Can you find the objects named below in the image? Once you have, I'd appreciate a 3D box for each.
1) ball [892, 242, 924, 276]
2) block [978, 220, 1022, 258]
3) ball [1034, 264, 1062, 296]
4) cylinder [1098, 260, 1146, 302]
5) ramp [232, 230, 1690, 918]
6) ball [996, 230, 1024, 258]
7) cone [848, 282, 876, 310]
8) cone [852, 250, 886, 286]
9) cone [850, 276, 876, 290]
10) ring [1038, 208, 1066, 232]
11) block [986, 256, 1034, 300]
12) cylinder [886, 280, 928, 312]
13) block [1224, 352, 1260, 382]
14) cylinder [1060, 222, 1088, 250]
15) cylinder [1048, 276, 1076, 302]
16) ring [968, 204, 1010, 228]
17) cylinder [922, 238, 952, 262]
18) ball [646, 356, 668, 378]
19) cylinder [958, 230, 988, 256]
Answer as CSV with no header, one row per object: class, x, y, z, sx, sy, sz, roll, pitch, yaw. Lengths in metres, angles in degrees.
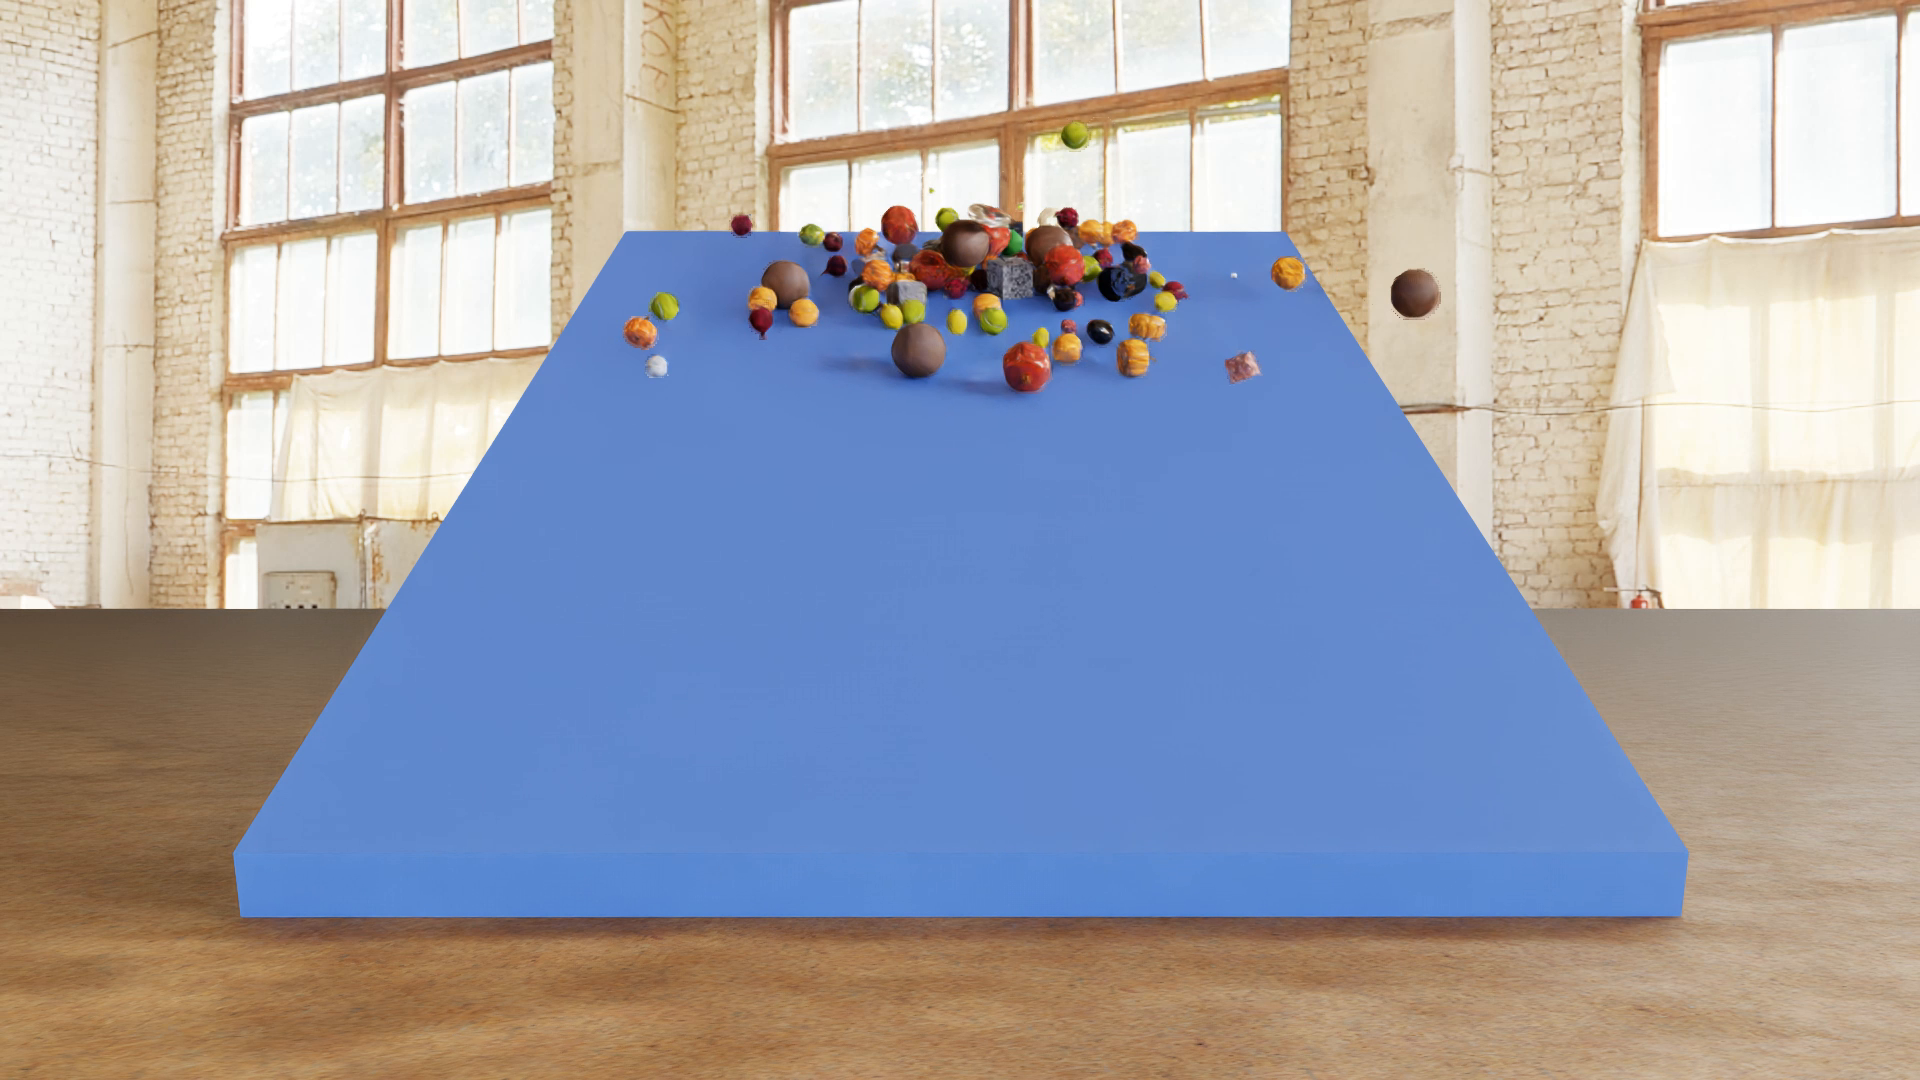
ball,-0.144,-0.769,6.206,0.088,0.088,0.088,0,-2,0
block,0.117,-0.877,6.576,0.091,0.091,0.091,19,27,42
ball,0.234,-0.699,6.096,0.084,0.084,0.084,0,-2,0
cylinder,0.435,-0.694,6.068,0.093,0.093,0.093,-1,14,41
ramp,-0.005,-0.207,5.009,2.000,0.100,4.000,0,20,0
ball,0.139,-0.836,6.388,0.077,0.077,0.077,0,-2,0
cone,-0.255,-0.630,5.978,0.074,0.074,0.074,0,-15,1
cone,-0.229,-0.762,6.194,0.097,0.097,0.097,31,-24,16
cone,-0.261,-0.663,6.070,0.073,0.073,0.073,0,-7,-3
ring,0.270,-0.937,6.649,0.084,0.084,0.028,0,-31,13
block,0.134,-0.704,6.096,0.093,0.093,0.093,-10,22,-26
cylinder,-0.138,-0.633,5.902,0.081,0.081,0.081,-1,-1,-27
block,0.656,-0.403,5.271,0.054,0.054,0.054,-18,4,29
cylinder,0.334,-0.894,6.656,0.067,0.067,0.067,0,18,-16
cylinder,0.270,-0.668,6.036,0.055,0.055,0.055,-1,29,43
ring,0.077,-0.852,5.959,0.119,0.040,0.119,15,17,-5
cylinder,-0.066,-0.834,6.502,0.059,0.059,0.059,-18,10,-39
ball,-0.714,-0.409,5.343,0.050,0.050,0.050,0,-2,0
cylinder,0.037,-0.818,6.255,0.059,0.059,0.059,1,-5,-36
